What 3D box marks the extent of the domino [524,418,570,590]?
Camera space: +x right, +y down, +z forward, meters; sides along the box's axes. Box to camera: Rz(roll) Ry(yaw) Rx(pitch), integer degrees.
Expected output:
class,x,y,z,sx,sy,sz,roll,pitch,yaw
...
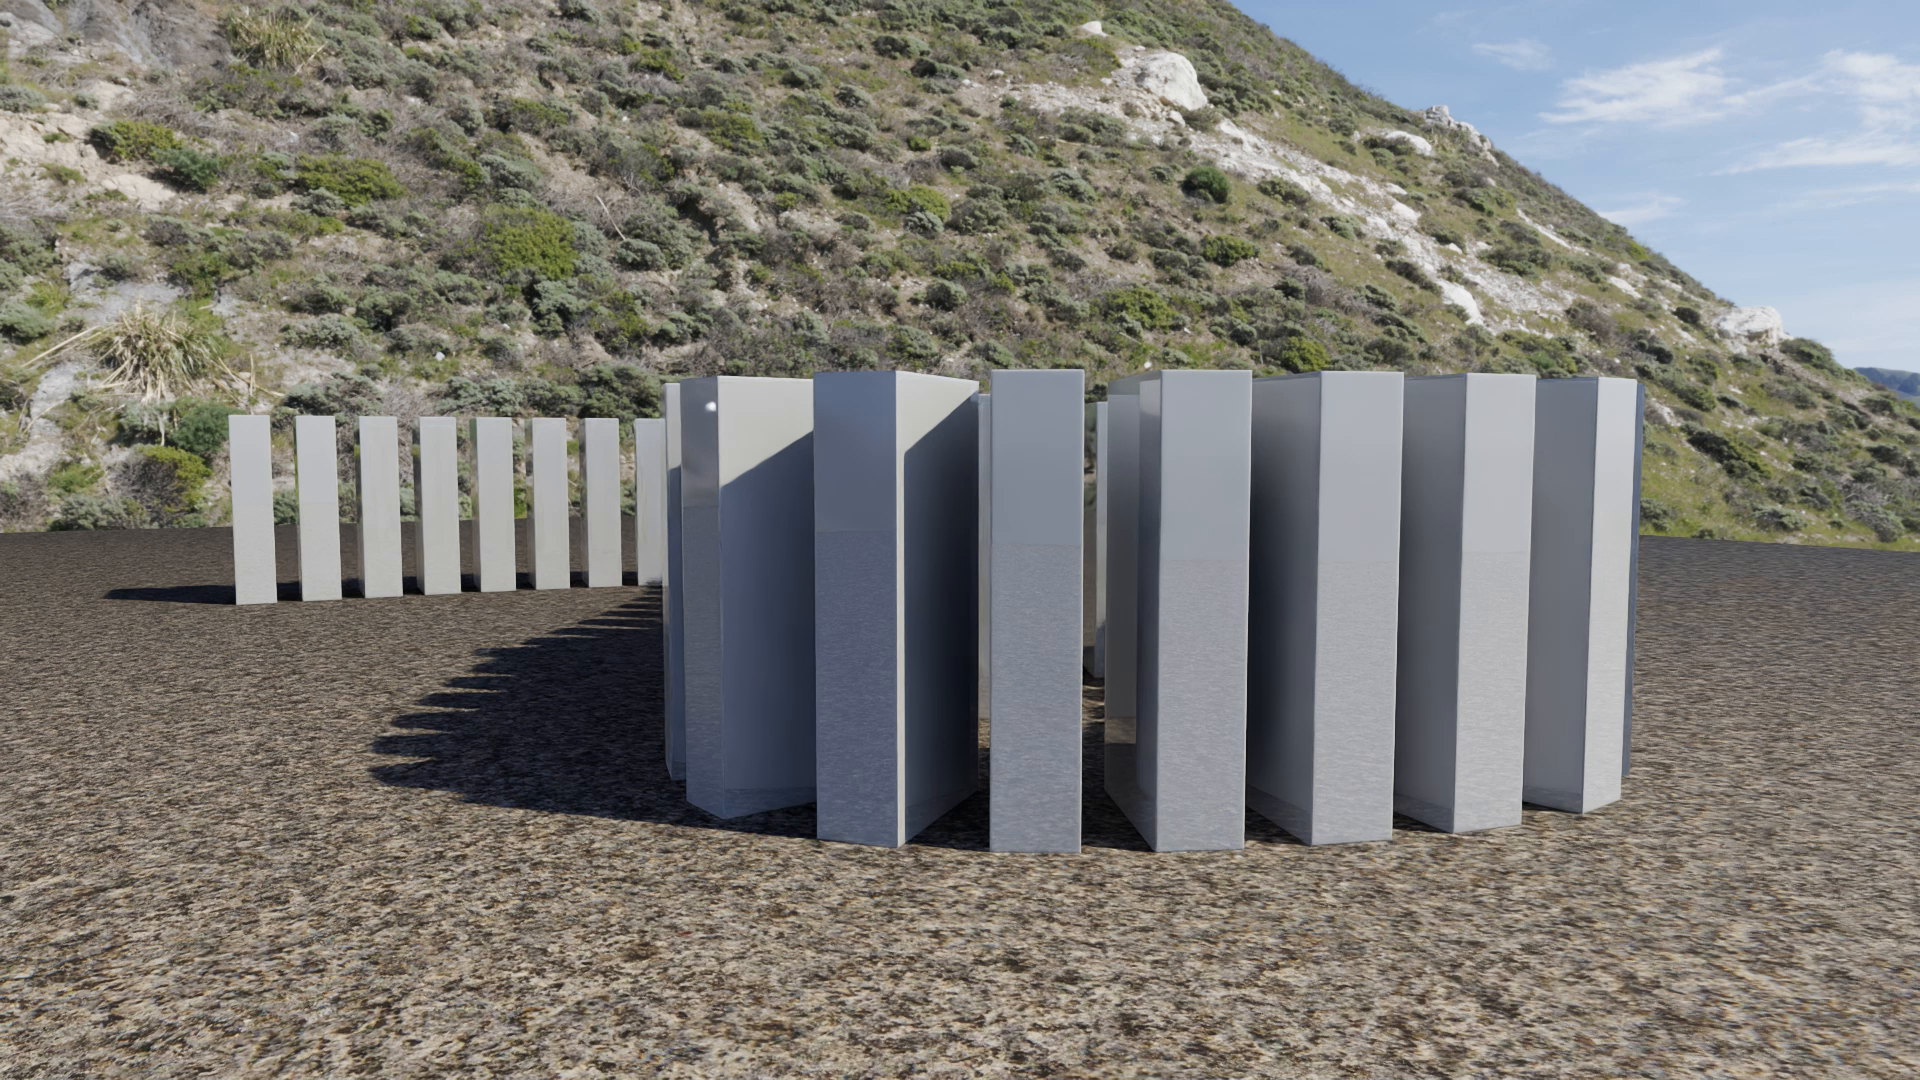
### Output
class,x,y,z,sx,sy,sz,roll,pitch,yaw
domino,-0.124,-0.011,0.385,0.009,0.050,0.025,-2,5,-23

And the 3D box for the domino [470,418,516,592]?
class,x,y,z,sx,sy,sz,roll,pitch,yaw
domino,-0.138,-0.011,0.379,0.009,0.050,0.025,-2,5,-25

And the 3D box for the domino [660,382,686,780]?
class,x,y,z,sx,sy,sz,roll,pitch,yaw
domino,-0.026,0.005,0.169,0.025,0.050,0.009,-1,4,-17

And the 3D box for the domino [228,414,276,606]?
class,x,y,z,sx,sy,sz,roll,pitch,yaw
domino,-0.193,-0.009,0.350,0.010,0.050,0.025,-2,5,-28

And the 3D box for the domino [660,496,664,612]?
class,x,y,z,sx,sy,sz,roll,pitch,yaw
domino,-0.030,0.004,0.184,0.025,0.050,0.010,-1,4,-11

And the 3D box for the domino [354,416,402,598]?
class,x,y,z,sx,sy,sz,roll,pitch,yaw
domino,-0.166,-0.010,0.365,0.009,0.050,0.025,-2,5,-28

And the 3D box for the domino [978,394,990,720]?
class,x,y,z,sx,sy,sz,roll,pitch,yaw
domino,0.000,0.002,0.201,0.025,0.050,0.010,0,4,0

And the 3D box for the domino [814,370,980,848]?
class,x,y,z,sx,sy,sz,roll,pitch,yaw
domino,-0.007,0.007,0.146,0.009,0.050,0.025,2,5,21

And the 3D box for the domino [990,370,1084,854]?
class,x,y,z,sx,sy,sz,roll,pitch,yaw
domino,0.008,0.007,0.144,0.010,0.050,0.025,0,4,2

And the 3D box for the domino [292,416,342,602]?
class,x,y,z,sx,sy,sz,roll,pitch,yaw
domino,-0.179,-0.009,0.357,0.009,0.050,0.025,-2,5,-29

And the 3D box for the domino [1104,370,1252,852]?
class,x,y,z,sx,sy,sz,roll,pitch,yaw
domino,0.024,0.007,0.145,0.009,0.050,0.025,0,4,-6

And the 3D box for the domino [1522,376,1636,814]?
class,x,y,z,sx,sy,sz,roll,pitch,yaw
domino,0.067,0.006,0.158,0.010,0.050,0.025,-3,5,-39

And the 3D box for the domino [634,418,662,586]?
class,x,y,z,sx,sy,sz,roll,pitch,yaw
domino,-0.095,-0.012,0.396,0.009,0.050,0.025,-1,4,-15

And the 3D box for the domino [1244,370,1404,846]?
class,x,y,z,sx,sy,sz,roll,pitch,yaw
domino,0.039,0.007,0.147,0.010,0.050,0.025,-1,4,-13

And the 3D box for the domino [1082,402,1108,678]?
class,x,y,z,sx,sy,sz,roll,pitch,yaw
domino,0.028,-0.001,0.244,0.009,0.050,0.025,0,4,-4

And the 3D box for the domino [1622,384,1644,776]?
class,x,y,z,sx,sy,sz,roll,pitch,yaw
domino,0.076,0.005,0.171,0.025,0.050,0.009,2,5,20

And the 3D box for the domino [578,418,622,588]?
class,x,y,z,sx,sy,sz,roll,pitch,yaw
domino,-0.110,-0.012,0.391,0.010,0.050,0.025,-2,5,-21

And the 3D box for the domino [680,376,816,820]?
class,x,y,z,sx,sy,sz,roll,pitch,yaw
domino,-0.020,0.006,0.155,0.025,0.050,0.010,-3,5,-37

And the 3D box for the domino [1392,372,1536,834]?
class,x,y,z,sx,sy,sz,roll,pitch,yaw
domino,0.054,0.006,0.151,0.009,0.050,0.025,-2,5,-21

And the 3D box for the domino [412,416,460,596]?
class,x,y,z,sx,sy,sz,roll,pitch,yaw
domino,-0.152,-0.010,0.372,0.009,0.050,0.025,-2,5,-28
